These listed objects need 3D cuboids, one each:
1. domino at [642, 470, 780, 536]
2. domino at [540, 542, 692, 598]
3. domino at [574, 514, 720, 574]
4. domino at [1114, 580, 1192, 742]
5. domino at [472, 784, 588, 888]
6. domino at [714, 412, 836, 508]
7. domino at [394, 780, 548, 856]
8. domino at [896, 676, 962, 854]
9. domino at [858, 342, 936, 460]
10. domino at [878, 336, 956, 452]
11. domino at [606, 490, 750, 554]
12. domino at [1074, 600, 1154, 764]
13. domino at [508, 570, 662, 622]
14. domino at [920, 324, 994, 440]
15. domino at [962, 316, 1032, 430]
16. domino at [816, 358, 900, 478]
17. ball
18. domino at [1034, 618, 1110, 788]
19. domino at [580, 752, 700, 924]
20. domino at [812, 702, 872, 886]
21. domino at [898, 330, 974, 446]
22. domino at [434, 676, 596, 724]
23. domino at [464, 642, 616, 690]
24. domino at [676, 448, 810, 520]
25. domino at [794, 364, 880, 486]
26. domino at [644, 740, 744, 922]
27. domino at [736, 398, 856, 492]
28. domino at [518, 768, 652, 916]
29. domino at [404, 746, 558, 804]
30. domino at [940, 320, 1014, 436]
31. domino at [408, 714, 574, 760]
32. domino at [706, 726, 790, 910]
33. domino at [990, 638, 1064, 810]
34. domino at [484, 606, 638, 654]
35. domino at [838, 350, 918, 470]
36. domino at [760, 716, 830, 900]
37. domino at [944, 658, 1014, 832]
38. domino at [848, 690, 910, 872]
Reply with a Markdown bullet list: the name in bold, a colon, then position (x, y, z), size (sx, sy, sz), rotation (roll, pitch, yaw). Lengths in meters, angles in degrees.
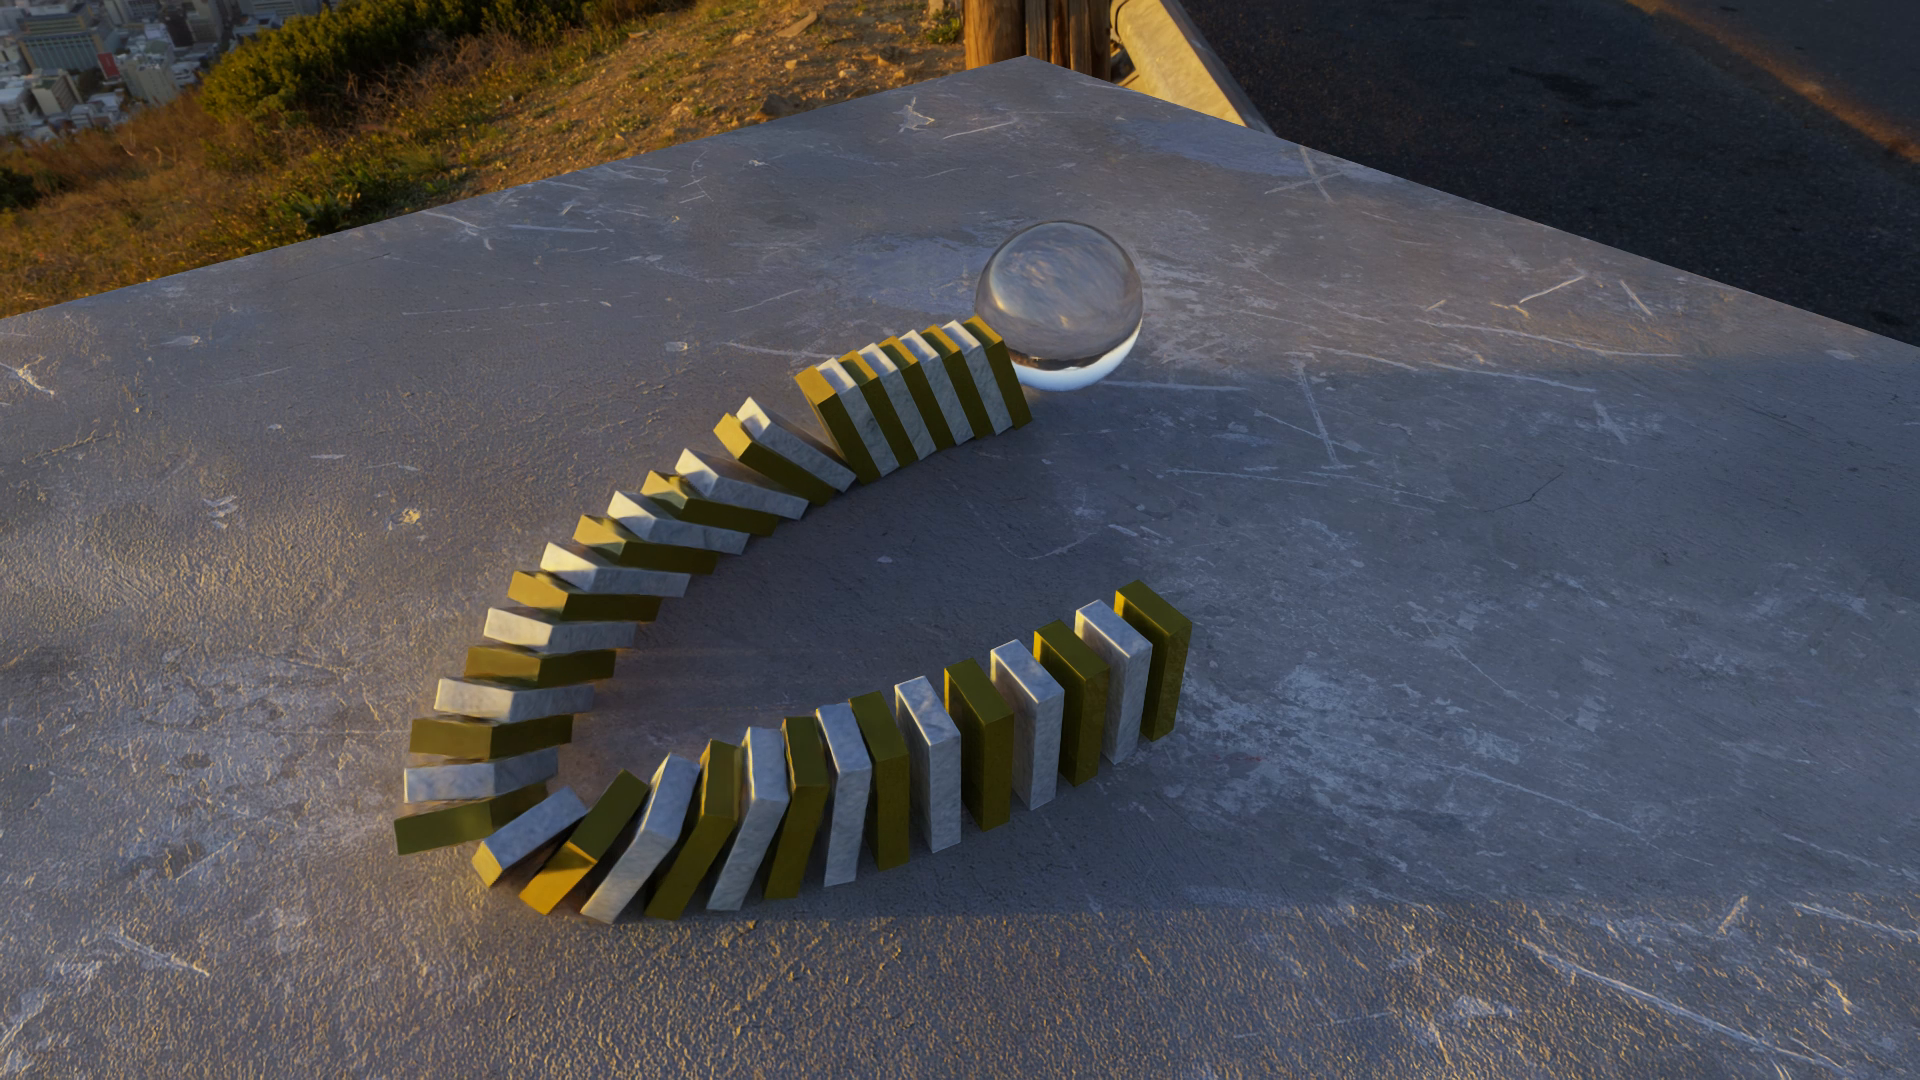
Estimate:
- **domino**: position (-0.099, -0.014, 0.438), size (0.025, 0.009, 0.050), rotation (32, 11, 33)
- **domino**: position (-0.126, 0.011, 0.406), size (0.025, 0.010, 0.050), rotation (22, 5, 25)
- **domino**: position (-0.118, 0.002, 0.418), size (0.025, 0.010, 0.050), rotation (26, 7, 28)
- **domino**: position (0.061, 0.040, 0.362), size (0.009, 0.050, 0.025), rotation (-24, 45, -26)
- **domino**: position (-0.123, 0.085, 0.312), size (0.025, 0.050, 0.009), rotation (-34, 87, -34)
- **domino**: position (-0.076, -0.033, 0.457), size (0.010, 0.050, 0.025), rotation (-51, 48, 7)
- **domino**: position (-0.140, 0.080, 0.319), size (0.025, 0.050, 0.010), rotation (-11, 85, -5)
- **domino**: position (-0.009, 0.068, 0.329), size (0.010, 0.050, 0.025), rotation (-17, 42, -19)
- **domino**: position (-0.028, -0.061, 0.485), size (0.010, 0.050, 0.025), rotation (-33, 46, -6)
- **domino**: position (-0.019, -0.065, 0.490), size (0.010, 0.050, 0.025), rotation (-33, 46, -6)
- **domino**: position (-0.109, -0.006, 0.428), size (0.025, 0.009, 0.050), rotation (30, 10, 31)
- **domino**: position (0.048, 0.046, 0.355), size (0.010, 0.050, 0.025), rotation (-24, 45, -26)
- **domino**: position (-0.133, 0.020, 0.395), size (0.025, 0.010, 0.050), rotation (19, 3, 23)
- **domino**: position (-0.002, -0.071, 0.498), size (0.010, 0.050, 0.025), rotation (-33, 46, -6)
- **domino**: position (0.017, -0.076, 0.504), size (0.009, 0.050, 0.025), rotation (-33, 46, -6)
- **domino**: position (-0.044, -0.053, 0.476), size (0.009, 0.050, 0.025), rotation (-33, 46, -6)
- **ball**: position (0.047, -0.111, 0.523), size (0.080, 0.080, 0.080), rotation (0, 39, 0)
- **domino**: position (0.034, 0.052, 0.348), size (0.009, 0.050, 0.025), rotation (-23, 44, -25)
- **domino**: position (-0.090, 0.085, 0.310), size (0.009, 0.050, 0.025), rotation (28, 36, -17)
- **domino**: position (-0.036, 0.074, 0.320), size (0.010, 0.050, 0.025), rotation (-5, 39, -21)
- **domino**: position (-0.011, -0.068, 0.494), size (0.009, 0.050, 0.025), rotation (-33, 46, -6)
- **domino**: position (-0.143, 0.050, 0.357), size (0.025, 0.009, 0.050), rotation (8, -3, 10)
- **domino**: position (-0.139, 0.041, 0.369), size (0.025, 0.010, 0.050), rotation (8, -1, 10)
- **domino**: position (-0.088, -0.022, 0.448), size (0.025, 0.009, 0.050), rotation (36, 13, 36)
- **domino**: position (-0.052, -0.048, 0.470), size (0.009, 0.050, 0.025), rotation (-34, 47, -7)
- **domino**: position (-0.076, 0.083, 0.312), size (0.010, 0.050, 0.025), rotation (19, 34, -21)
- **domino**: position (-0.069, -0.040, 0.464), size (0.009, 0.050, 0.025), rotation (-51, 43, 7)
- **domino**: position (-0.106, 0.086, 0.310), size (0.010, 0.050, 0.025), rotation (39, 43, -8)
- **domino**: position (-0.143, 0.070, 0.331), size (0.025, 0.010, 0.050), rotation (-4, -5, -1)
- **domino**: position (0.007, -0.074, 0.501), size (0.009, 0.050, 0.025), rotation (-33, 46, -6)
- **domino**: position (-0.145, 0.060, 0.344), size (0.025, 0.010, 0.050), rotation (4, -4, 8)
- **domino**: position (-0.062, 0.080, 0.314), size (0.010, 0.050, 0.025), rotation (11, 35, -23)
- **domino**: position (0.020, 0.058, 0.341), size (0.009, 0.050, 0.025), rotation (-21, 44, -24)
- **domino**: position (-0.137, 0.031, 0.382), size (0.025, 0.010, 0.050), rotation (13, 1, 16)
- **domino**: position (-0.036, -0.057, 0.481), size (0.009, 0.050, 0.025), rotation (-33, 46, -6)
- **domino**: position (-0.049, 0.077, 0.316), size (0.009, 0.050, 0.025), rotation (4, 37, -21)
- **domino**: position (0.005, 0.063, 0.335), size (0.009, 0.050, 0.025), rotation (-18, 43, -21)
- **domino**: position (-0.024, 0.072, 0.324), size (0.009, 0.050, 0.025), rotation (-13, 41, -18)
